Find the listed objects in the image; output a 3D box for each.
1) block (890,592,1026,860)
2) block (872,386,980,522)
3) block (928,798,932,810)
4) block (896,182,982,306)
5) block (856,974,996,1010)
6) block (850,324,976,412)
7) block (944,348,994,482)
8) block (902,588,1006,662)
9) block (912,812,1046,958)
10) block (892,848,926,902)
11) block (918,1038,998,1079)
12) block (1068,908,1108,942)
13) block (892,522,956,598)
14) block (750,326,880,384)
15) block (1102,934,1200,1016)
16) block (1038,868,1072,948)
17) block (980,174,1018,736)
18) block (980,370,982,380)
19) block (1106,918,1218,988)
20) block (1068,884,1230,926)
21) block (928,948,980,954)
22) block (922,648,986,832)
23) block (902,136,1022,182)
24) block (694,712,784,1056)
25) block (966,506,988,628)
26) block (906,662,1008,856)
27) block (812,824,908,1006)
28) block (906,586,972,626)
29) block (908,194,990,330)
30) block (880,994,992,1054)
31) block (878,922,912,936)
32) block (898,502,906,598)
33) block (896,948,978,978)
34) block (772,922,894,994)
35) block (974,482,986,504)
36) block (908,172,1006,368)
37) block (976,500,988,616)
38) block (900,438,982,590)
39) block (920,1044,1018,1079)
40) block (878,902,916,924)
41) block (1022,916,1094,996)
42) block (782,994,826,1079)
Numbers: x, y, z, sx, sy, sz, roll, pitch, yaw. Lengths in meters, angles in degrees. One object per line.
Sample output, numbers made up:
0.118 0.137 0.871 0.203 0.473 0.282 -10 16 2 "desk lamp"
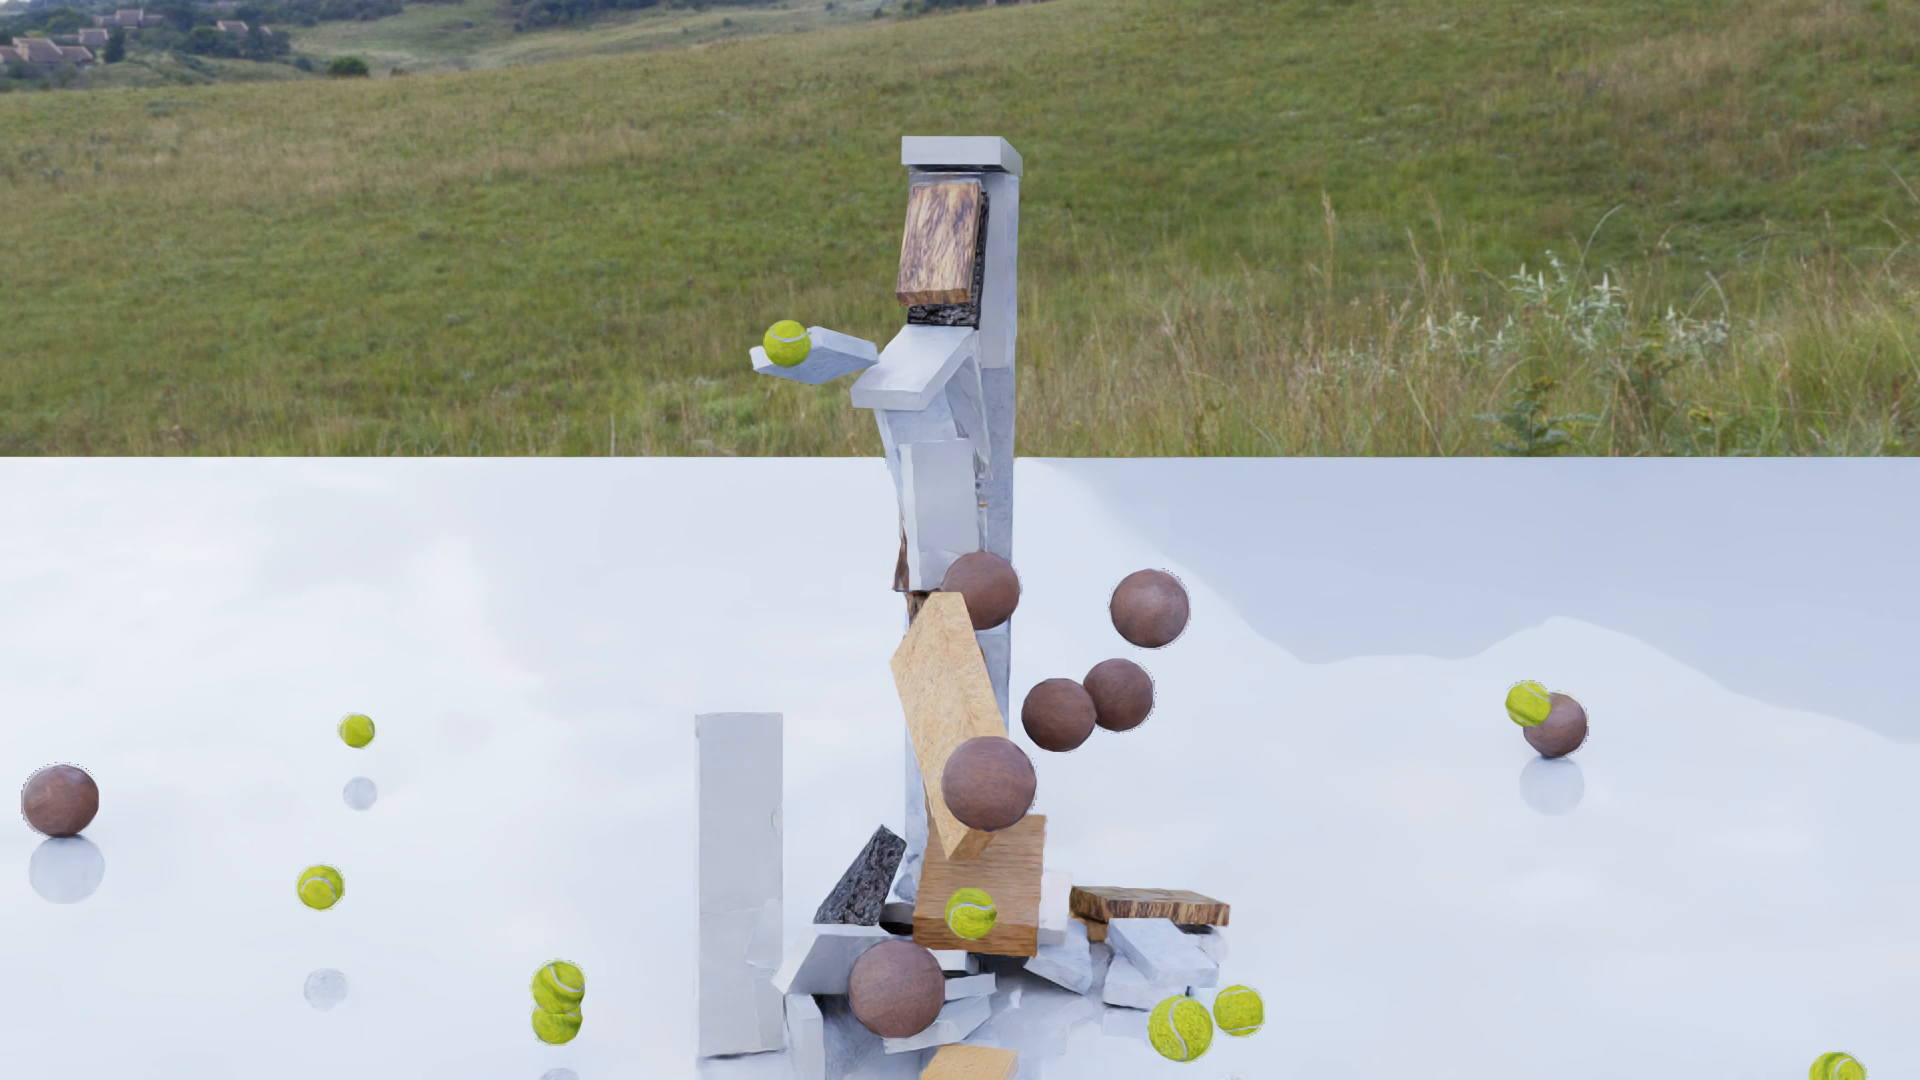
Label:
-0.008 0.273 3.254 0.050 0.178 0.356 3 50 -27 "block"
-0.058 -0.138 3.669 0.123 0.247 0.035 -21 10 -30 "block"
-0.003 0.344 3.581 0.121 0.241 0.034 3 -29 -29 "block"
-0.034 -0.494 3.666 0.118 0.237 0.034 -2 -35 12 "block"
-0.046 0.641 3.125 0.099 0.028 0.198 -12 -12 34 "block"
-0.075 -0.286 3.622 0.123 0.035 0.246 5 32 21 "block"
-0.019 -0.211 3.764 0.123 0.246 0.035 -2 32 10 "block"
-0.007 0.150 3.952 0.179 0.051 0.357 0 11 1 "block"
0.034 0.508 3.306 0.178 0.050 0.363 4 19 3 "block"
-0.016 0.517 3.616 0.077 0.022 0.229 29 49 16 "block"
-0.001 0.716 2.911 0.103 0.029 0.206 0 11 2 "block"
0.129 0.581 3.476 0.202 0.029 0.101 16 8 -10 "block"
-0.045 -0.006 3.729 0.104 0.209 0.030 12 -20 -4 "block"
-0.228 -0.292 3.494 0.118 0.034 0.237 -17 -7 19 "block"
0.288 0.639 3.282 0.117 0.033 0.234 7 12 10 "block"
0.116 0.551 3.324 0.095 0.027 0.190 8 19 3 "block"
0.014 -0.085 4.082 0.169 1.184 0.048 1 20 1 "block"
-0.008 -0.292 3.874 0.087 0.025 0.175 0 11 -2 "block"
0.298 0.611 3.267 0.095 0.027 0.190 2 13 -18 "block"
0.298 0.578 3.482 0.234 0.033 0.117 8 0 -29 "block"
-0.012 0.620 3.339 0.059 0.017 0.118 -4 -11 27 "block"
0.000 0.383 3.622 0.121 0.431 0.034 -2 -26 -9 "block"
0.008 -0.673 3.895 0.169 0.048 0.337 1 4 8 "block"
-0.304 0.471 3.026 0.117 0.464 0.033 0 1 -19 "block"
-0.007 0.046 3.812 0.104 0.209 0.030 1 10 6 "block"
-0.006 0.373 3.866 0.179 0.357 0.051 0 -9 -1 "block"
-0.173 0.567 3.281 0.050 0.178 0.356 36 14 -2 "block"
-0.024 0.214 3.752 0.104 0.407 0.030 -8 -2 -3 "block"
-0.019 -0.476 3.759 0.118 0.237 0.034 2 -14 11 "block"
-0.030 0.662 3.015 0.103 0.029 0.206 -13 -5 12 "block"
-0.066 0.593 3.335 0.059 0.017 0.118 14 -14 -34 "block"
-0.062 0.009 3.983 0.030 0.210 0.105 -17 22 -41 "block"
-0.031 0.619 3.214 0.099 0.028 0.198 1 -14 6 "block"
-0.173 0.574 3.012 0.027 0.095 0.190 34 7 31 "block"
-0.008 -0.097 3.900 0.105 0.030 0.210 0 12 0 "block"
-0.004 -0.474 3.862 0.169 0.338 0.048 0 11 1 "block"
-0.004 0.032 3.873 0.105 0.210 0.030 0 20 0 "block"
-0.031 -0.043 3.640 0.121 0.241 0.034 -7 5 -33 "block"
0.002 0.704 2.818 0.103 0.029 0.206 3 11 14 "block"
-0.030 0.573 3.369 0.202 0.029 0.101 -4 -9 37 "block"
0.145 0.613 3.324 0.101 0.029 0.202 26 12 -6 "block"
-0.220 0.662 3.007 0.028 0.099 0.198 -4 11 -15 "block"
